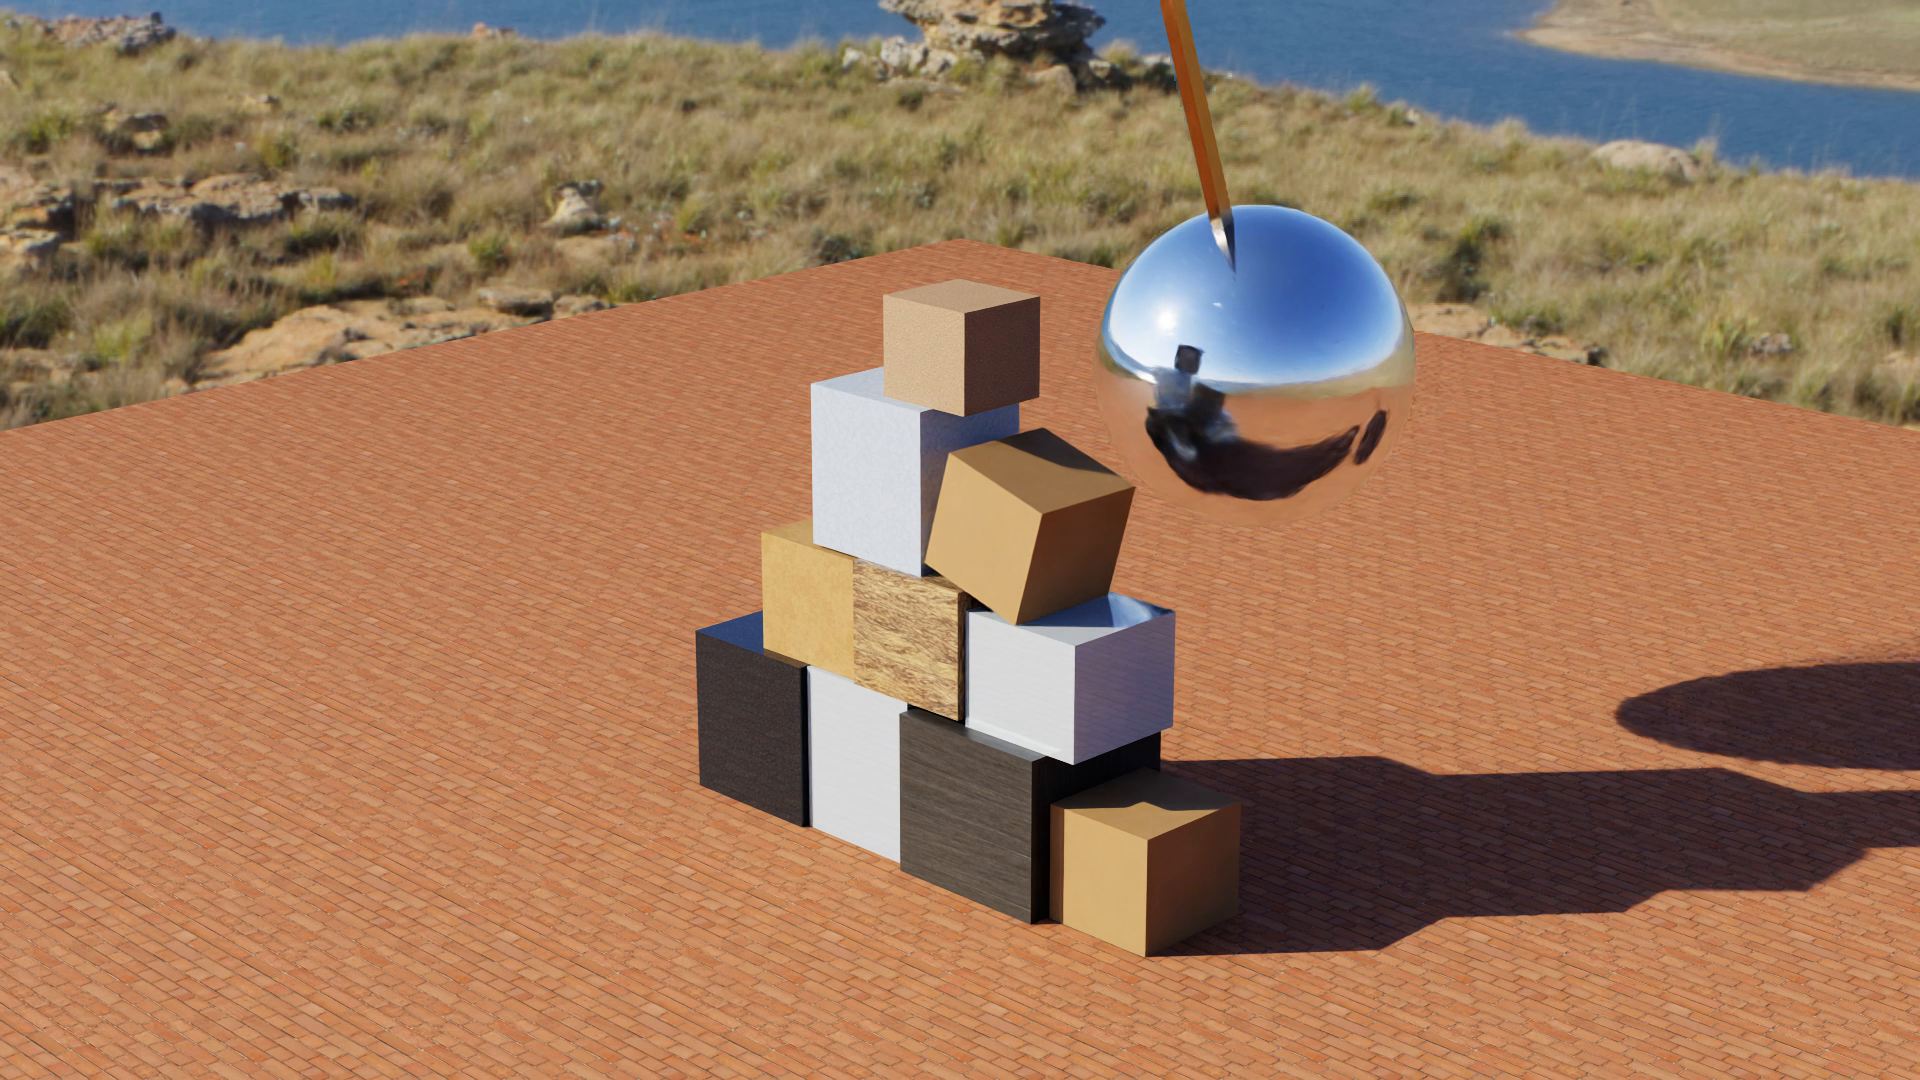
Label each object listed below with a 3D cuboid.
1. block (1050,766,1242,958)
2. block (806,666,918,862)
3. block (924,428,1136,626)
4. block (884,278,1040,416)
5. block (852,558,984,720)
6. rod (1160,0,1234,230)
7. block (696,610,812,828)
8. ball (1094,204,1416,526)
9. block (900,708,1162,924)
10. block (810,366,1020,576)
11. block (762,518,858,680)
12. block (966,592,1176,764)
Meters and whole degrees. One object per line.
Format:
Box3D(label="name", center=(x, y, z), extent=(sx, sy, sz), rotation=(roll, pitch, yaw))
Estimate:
Box3D(label="block", center=(0.816, 1.411, 12.944), extent=(0.620, 0.547, 0.566), rotation=(-17, 24, -42))
Box3D(label="block", center=(-0.233, 0.978, 13.888), extent=(0.695, 0.807, 0.676), rotation=(-17, 24, -42))
Box3D(label="block", center=(0.308, -0.068, 12.988), extent=(0.602, 0.562, 0.585), rotation=(-17, 40, -43))
Box3D(label="block", center=(0.008, -0.864, 13.078), extent=(0.478, 0.464, 0.508), rotation=(-17, 24, -42))
Box3D(label="block", center=(0.011, 0.371, 13.470), extent=(0.737, 0.600, 0.675), rotation=(-17, 24, -42))
Box3D(label="rod", center=(0.636, -3.664, 12.856), extent=(0.080, 5.200, 0.080), rotation=(17, 44, 42))
Box3D(label="block", center=(-0.756, 0.826, 14.367), extent=(0.748, 0.808, 0.753), rotation=(-17, 24, -42))
Box3D(label="ball", center=(1.467, -0.870, 14.606), extent=(1.600, 1.600, 1.600), rotation=(0, 17, 0))
Box3D(label="block", center=(0.319, 1.151, 13.391), extent=(0.851, 0.774, 0.830), rotation=(-17, 24, -42))
Box3D(label="block", center=(-0.205, -0.341, 13.461), extent=(0.631, 0.763, 0.713), rotation=(-17, 24, -42))
Box3D(label="block", center=(-0.472, 0.238, 13.924), extent=(0.659, 0.580, 0.658), rotation=(-17, 24, -42))
Box3D(label="block", center=(0.489, 0.573, 13.031), extent=(0.655, 0.544, 0.658), rotation=(-17, 24, -42))
